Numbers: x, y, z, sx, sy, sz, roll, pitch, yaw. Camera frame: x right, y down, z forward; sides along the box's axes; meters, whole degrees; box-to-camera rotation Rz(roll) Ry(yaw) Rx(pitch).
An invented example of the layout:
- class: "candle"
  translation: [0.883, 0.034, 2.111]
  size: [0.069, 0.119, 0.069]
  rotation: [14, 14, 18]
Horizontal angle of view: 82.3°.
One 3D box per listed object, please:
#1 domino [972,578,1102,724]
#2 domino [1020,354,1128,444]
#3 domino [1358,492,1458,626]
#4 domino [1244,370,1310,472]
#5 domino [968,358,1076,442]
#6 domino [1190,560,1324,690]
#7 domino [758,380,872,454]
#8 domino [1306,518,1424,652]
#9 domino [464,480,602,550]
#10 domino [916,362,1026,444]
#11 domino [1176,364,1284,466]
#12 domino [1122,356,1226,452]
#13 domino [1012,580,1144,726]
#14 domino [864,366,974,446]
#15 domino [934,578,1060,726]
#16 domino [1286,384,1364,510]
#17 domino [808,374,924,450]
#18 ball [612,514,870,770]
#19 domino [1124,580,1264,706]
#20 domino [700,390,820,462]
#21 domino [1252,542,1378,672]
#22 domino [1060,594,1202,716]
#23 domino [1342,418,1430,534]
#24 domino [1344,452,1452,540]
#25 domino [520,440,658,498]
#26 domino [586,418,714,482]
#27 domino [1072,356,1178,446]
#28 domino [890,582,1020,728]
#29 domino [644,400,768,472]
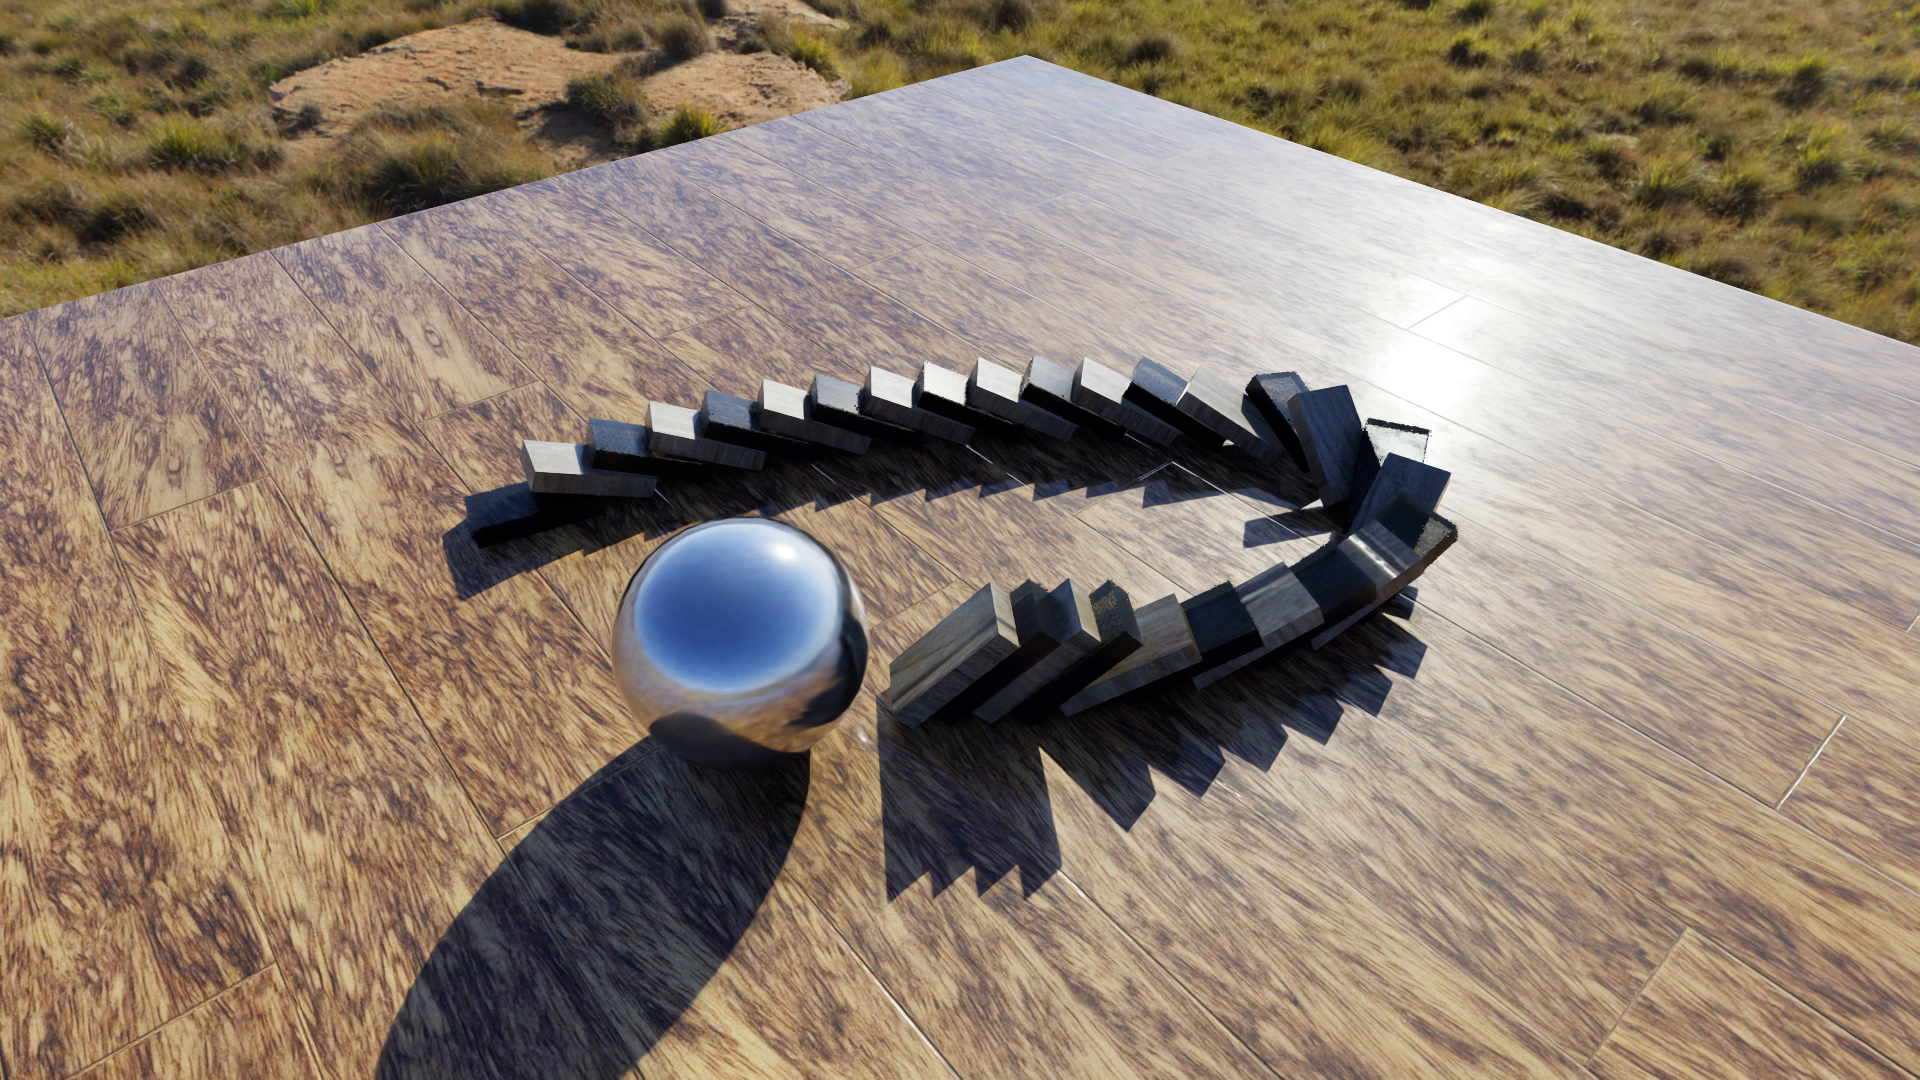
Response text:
- class: "domino"
  translation: [0.024, 0.038, 0.372]
  size: [0.010, 0.050, 0.025]
  rotation: [35, 27, -30]
- class: "domino"
  translation: [0.053, -0.065, 0.507]
  size: [0.050, 0.009, 0.025]
  rotation: [24, 39, -9]
- class: "domino"
  translation: [0.161, 0.007, 0.419]
  size: [0.050, 0.010, 0.025]
  rotation: [-40, 50, -6]
- class: "domino"
  translation: [0.152, -0.054, 0.494]
  size: [0.025, 0.009, 0.050]
  rotation: [-10, 58, -27]
- class: "domino"
  translation: [0.029, -0.065, 0.507]
  size: [0.050, 0.009, 0.025]
  rotation: [21, 37, -13]
- class: "domino"
  translation: [0.100, 0.030, 0.391]
  size: [0.050, 0.009, 0.025]
  rotation: [-29, 42, 4]
- class: "domino"
  translation: [-0.066, -0.055, 0.496]
  size: [0.050, 0.010, 0.025]
  rotation: [14, 35, -21]
- class: "domino"
  translation: [0.143, 0.016, 0.407]
  size: [0.050, 0.010, 0.025]
  rotation: [-35, 46, -1]
- class: "domino"
  translation: [-0.179, -0.014, 0.461]
  size: [0.050, 0.010, 0.025]
  rotation: [-18, 43, -20]
- class: "domino"
  translation: [0.005, -0.063, 0.505]
  size: [0.050, 0.010, 0.025]
  rotation: [18, 37, -16]
- class: "domino"
  translation: [0.124, -0.056, 0.497]
  size: [0.050, 0.010, 0.025]
  rotation: [34, 45, 2]
- class: "domino"
  translation: [0.101, -0.063, 0.504]
  size: [0.050, 0.010, 0.025]
  rotation: [30, 42, -1]
- class: "domino"
  translation: [0.037, 0.038, 0.371]
  size: [0.010, 0.050, 0.025]
  rotation: [35, 28, -30]
- class: "domino"
  translation: [-0.019, -0.061, 0.503]
  size: [0.050, 0.009, 0.025]
  rotation: [17, 36, -18]
- class: "domino"
  translation: [0.010, 0.038, 0.371]
  size: [0.010, 0.050, 0.025]
  rotation: [35, 27, -30]
- class: "domino"
  translation: [0.161, -0.040, 0.471]
  size: [0.025, 0.009, 0.050]
  rotation: [-12, 76, -14]
- class: "domino"
  translation: [-0.043, -0.058, 0.499]
  size: [0.050, 0.010, 0.025]
  rotation: [14, 35, -21]
- class: "ball"
  translation: [-0.069, 0.032, 0.349]
  size: [0.080, 0.080, 0.080]
  rotation: [0, 39, 0]
- class: "domino"
  translation: [0.077, 0.036, 0.384]
  size: [0.050, 0.010, 0.025]
  rotation: [-26, 40, 7]
- class: "domino"
  translation: [-0.089, -0.051, 0.490]
  size: [0.050, 0.010, 0.025]
  rotation: [12, 34, -25]
- class: "domino"
  translation: [0.122, 0.024, 0.398]
  size: [0.050, 0.010, 0.025]
  rotation: [-32, 44, 1]
- class: "domino"
  translation: [0.055, 0.039, 0.378]
  size: [0.050, 0.009, 0.025]
  rotation: [-25, 38, 13]
- class: "domino"
  translation: [0.176, -0.025, 0.455]
  size: [0.025, 0.009, 0.050]
  rotation: [13, 70, 14]
- class: "domino"
  translation: [0.172, -0.009, 0.437]
  size: [0.025, 0.010, 0.050]
  rotation: [24, 73, 26]
- class: "domino"
  translation: [-0.157, -0.030, 0.464]
  size: [0.050, 0.009, 0.025]
  rotation: [2, 33, -36]
- class: "domino"
  translation: [-0.134, -0.039, 0.476]
  size: [0.050, 0.010, 0.025]
  rotation: [6, 33, -30]
- class: "domino"
  translation: [0.076, -0.064, 0.505]
  size: [0.050, 0.009, 0.025]
  rotation: [24, 39, -9]
- class: "domino"
  translation: [-0.003, 0.039, 0.370]
  size: [0.010, 0.050, 0.025]
  rotation: [35, 27, -30]
- class: "domino"
  translation: [-0.112, -0.046, 0.484]
  size: [0.050, 0.009, 0.025]
  rotation: [10, 33, -27]
